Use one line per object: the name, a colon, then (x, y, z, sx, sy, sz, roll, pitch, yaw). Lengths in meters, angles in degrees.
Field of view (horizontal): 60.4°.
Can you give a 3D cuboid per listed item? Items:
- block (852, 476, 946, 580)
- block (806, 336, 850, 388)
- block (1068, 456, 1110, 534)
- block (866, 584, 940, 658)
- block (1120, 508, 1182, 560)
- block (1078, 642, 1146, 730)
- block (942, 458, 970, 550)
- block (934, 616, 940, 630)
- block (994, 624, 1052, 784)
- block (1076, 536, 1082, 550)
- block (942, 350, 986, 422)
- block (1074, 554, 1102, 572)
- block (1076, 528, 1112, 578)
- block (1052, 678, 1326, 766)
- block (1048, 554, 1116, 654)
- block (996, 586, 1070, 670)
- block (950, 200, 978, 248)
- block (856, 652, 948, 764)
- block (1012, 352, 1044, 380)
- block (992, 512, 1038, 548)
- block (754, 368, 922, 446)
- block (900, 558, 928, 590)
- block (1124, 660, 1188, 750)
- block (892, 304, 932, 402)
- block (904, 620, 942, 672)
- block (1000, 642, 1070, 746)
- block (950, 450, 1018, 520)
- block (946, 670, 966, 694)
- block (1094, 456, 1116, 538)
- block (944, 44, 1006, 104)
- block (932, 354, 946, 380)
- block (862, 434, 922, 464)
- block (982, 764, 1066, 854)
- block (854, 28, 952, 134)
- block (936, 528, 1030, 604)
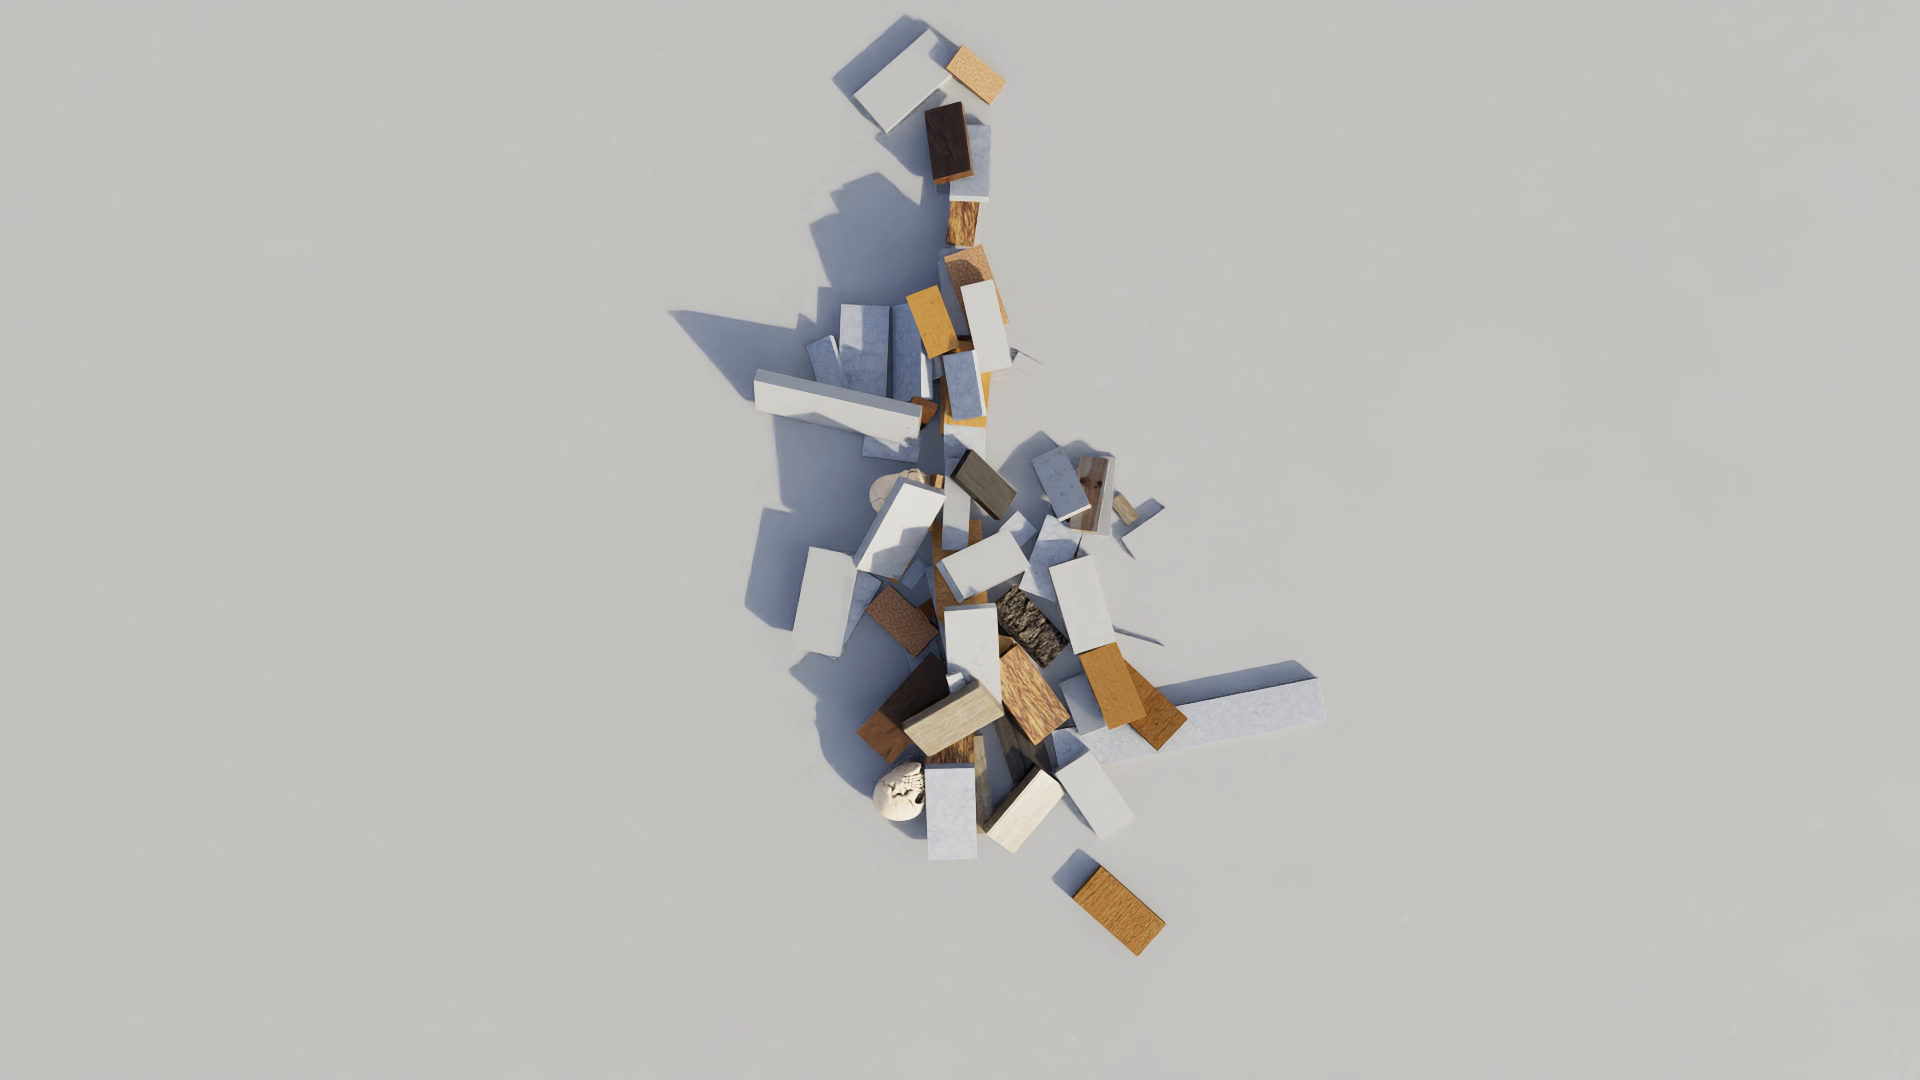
block: (-0.198, -0.037, 5.365, 0.168, 0.048, 0.337, 17, 114, -33)
block: (-0.437, -0.573, 5.456, 0.093, 0.026, 0.186, -21, 81, 23)
block: (0.427, -0.149, 5.442, 0.095, 0.027, 0.254, 7, 75, 14)
block: (-0.191, 0.268, 5.439, 0.229, 0.032, 0.114, 42, 79, 7)
block: (0.636, -0.020, 5.487, 0.182, 0.026, 0.091, -35, 90, 0)
block: (0.502, 0.480, 5.424, 0.131, 0.037, 0.262, -21, 77, -2)
block: (-0.011, -0.116, 5.410, 0.085, 0.024, 0.300, 3, 86, -1)
block: (-0.001, 0.332, 5.408, 0.106, 0.030, 0.212, -18, 66, -2)
block: (0.163, 0.536, 5.469, 0.139, 0.039, 0.520, -17, 91, -6)
block: (0.368, -0.010, 5.491, 0.134, 0.019, 0.067, 22, 90, 0)
block: (0.015, -0.497, 5.310, 0.107, 0.030, 0.213, -8, 93, 25)
block: (0.397, 0.095, 5.491, 0.134, 0.019, 0.067, 32, 90, 0)
block: (0.424, 0.085, 5.465, 0.091, 0.026, 0.280, 15, 93, 1)
block: (0.759, 0.615, 5.480, 0.903, 0.041, 0.144, -11, 90, 0)
block: (0.402, 0.210, 5.433, 0.147, 0.042, 0.300, -17, 96, -4)
block: (0.228, 0.288, 5.447, 0.262, 0.037, 0.131, 46, 54, 0)
block: (0.011, -0.981, 5.487, 0.094, 0.027, 0.506, 0, 90, 0)
block: (-0.161, 0.549, 5.398, 0.152, 0.043, 0.359, 43, 87, 0)
block: (0.227, -0.580, 5.493, 0.101, 0.014, 0.050, 29, 90, 0)
block: (0.157, 0.002, 5.487, 0.190, 0.027, 0.095, -44, 90, 0)
block: (-0.400, -0.434, 5.403, 0.549, 0.168, 0.048, 13, 61, 3)
block: (-0.151, 0.111, 5.493, 0.050, 0.014, 0.100, 38, 90, 0)
block: (0.596, 0.544, 5.445, 0.287, 0.041, 0.144, 43, 83, 10)
block: (-0.157, -0.615, 5.422, 0.046, 0.161, 0.321, -1, 90, -37)
block: (-0.136, 0.335, 5.461, 0.106, 0.030, 0.211, -18, 78, -3)
block: (0.213, 0.506, 5.417, 0.152, 0.043, 0.304, -38, 101, -12)
block: (0.078, -0.181, 5.414, 0.229, 0.032, 0.114, 43, 65, -27)
block: (-0.008, 0.464, 5.274, 0.050, 0.014, 0.100, -18, 125, 1)
block: (0.481, -0.144, 5.461, 0.050, 0.014, 0.272, 6, 76, 0)
block: (0.052, -1.539, 5.459, 0.187, 0.027, 0.094, 36, 90, -18)
block: (-0.107, -0.568, 5.424, 0.024, 0.171, 0.086, -9, 90, -37)
block: (-0.227, -0.314, 5.487, 0.186, 0.026, 0.093, 8, 90, 0)
block: (0.214, 0.889, 5.447, 0.139, 0.039, 0.277, 40, 90, -30)
block: (-0.174, -1.521, 5.477, 0.332, 0.046, 0.161, -41, 90, 0)
block: (0.077, 0.082, 5.362, 0.293, 0.042, 0.147, -25, 80, -35)
